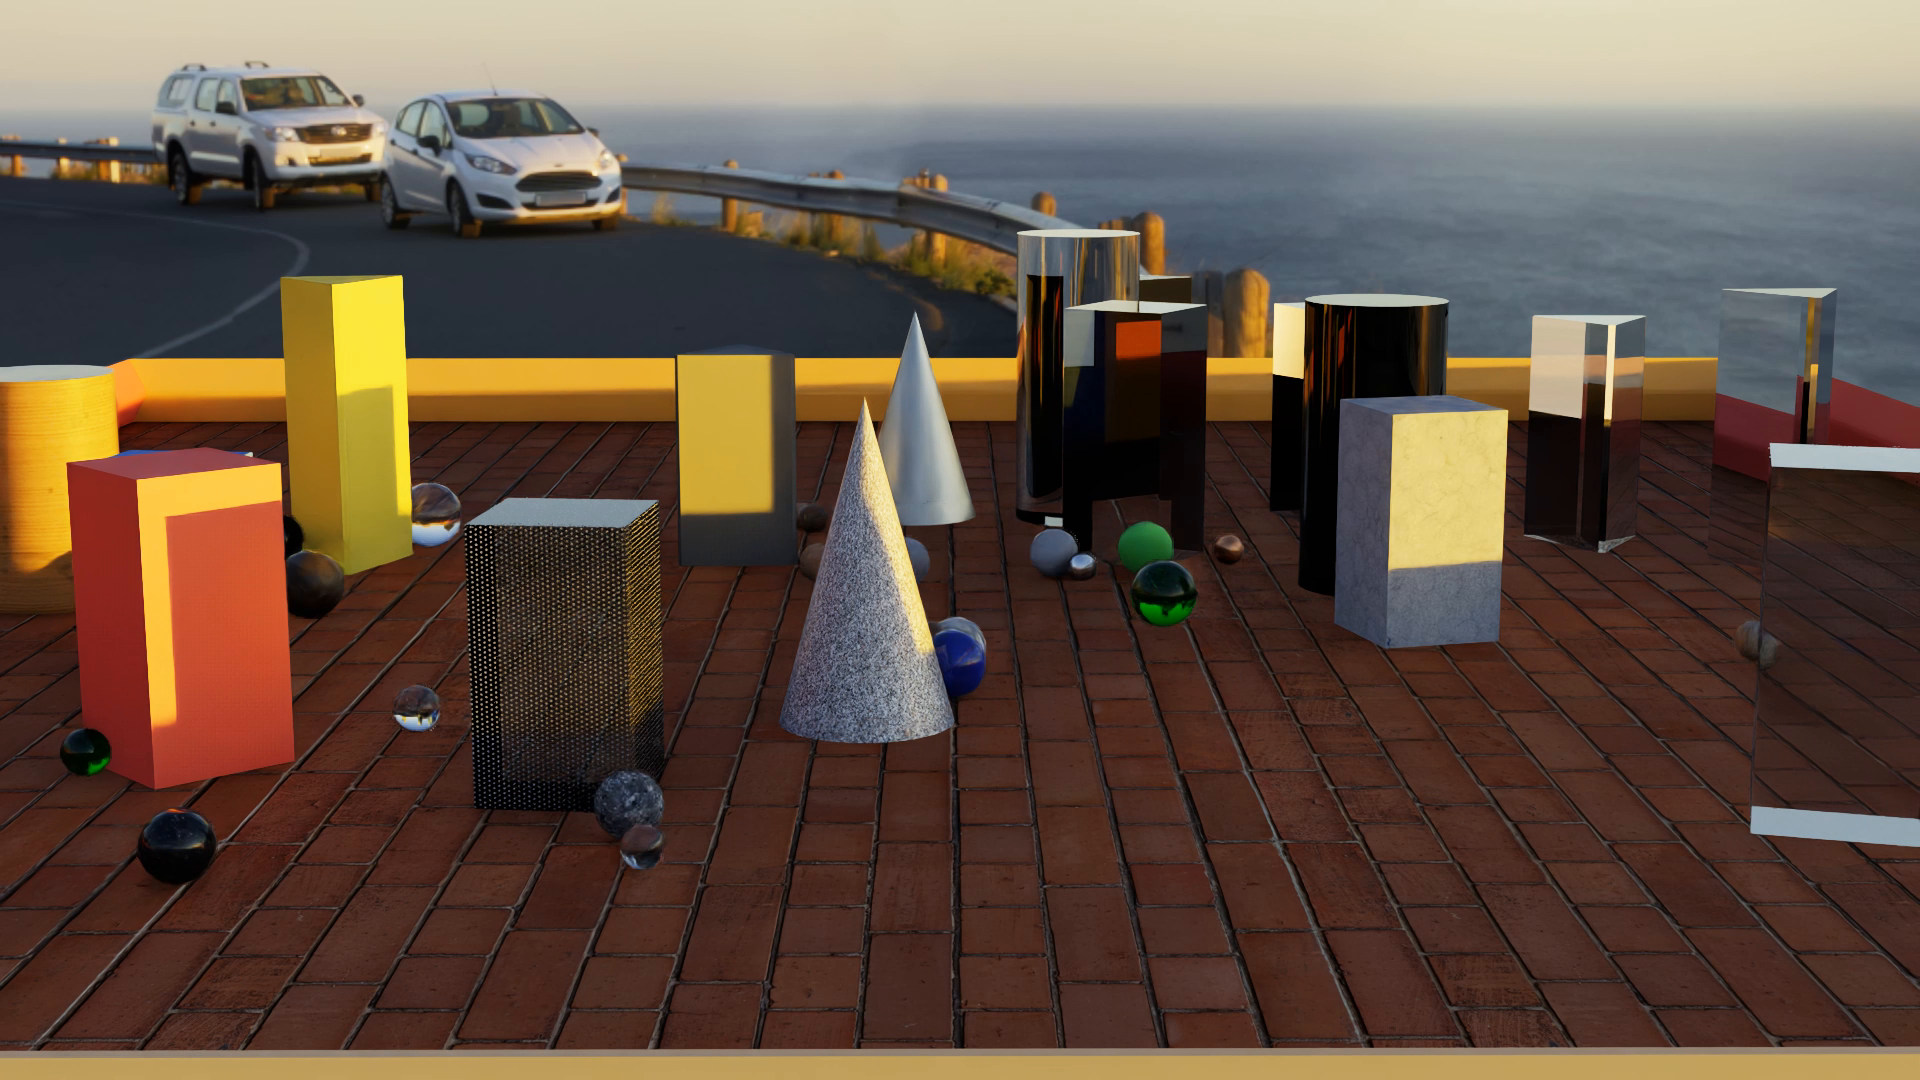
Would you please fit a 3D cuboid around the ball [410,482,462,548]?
[{"bbox_3d":[-0.810,-0.038,3.922,0.099,0.099,0.099,0,10,0],"label":"ball"}]

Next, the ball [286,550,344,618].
[{"bbox_3d":[-0.867,0.059,3.418,0.091,0.091,0.091,0,10,0],"label":"ball"}]

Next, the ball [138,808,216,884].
[{"bbox_3d":[-0.705,0.276,2.310,0.068,0.068,0.068,0,10,0],"label":"ball"}]

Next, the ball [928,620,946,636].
[{"bbox_3d":[-0.044,0.135,3.032,0.082,0.082,0.082,0,10,0],"label":"ball"}]

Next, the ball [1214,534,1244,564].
[{"bbox_3d":[0.397,0.014,3.791,0.044,0.044,0.044,0,10,0],"label":"ball"}]

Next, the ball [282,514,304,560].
[{"bbox_3d":[-1.007,-0.001,3.782,0.077,0.077,0.077,0,10,0],"label":"ball"}]

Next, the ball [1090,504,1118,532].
[{"bbox_3d":[0.227,-0.034,4.046,0.045,0.045,0.045,0,10,0],"label":"ball"}]

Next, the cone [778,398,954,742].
[{"bbox_3d":[-0.105,0.022,2.856,0.198,0.368,0.198,0,10,0],"label":"cone"}]

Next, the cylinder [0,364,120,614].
[{"bbox_3d":[-1.253,-0.072,3.515,0.198,0.314,0.198,0,10,0],"label":"cylinder"}]

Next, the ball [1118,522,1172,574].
[{"bbox_3d":[0.267,0.012,3.702,0.079,0.079,0.079,0,10,0],"label":"ball"}]

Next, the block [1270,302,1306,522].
[{"bbox_3d":[0.613,-0.208,4.164,0.158,0.344,0.158,-4,11,-19],"label":"block"}]

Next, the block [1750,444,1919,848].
[{"bbox_3d":[0.857,0.097,2.484,0.158,0.357,0.158,3,11,16],"label":"block"}]

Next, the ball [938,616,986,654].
[{"bbox_3d":[-0.004,0.128,3.097,0.071,0.071,0.071,0,10,0],"label":"ball"}]

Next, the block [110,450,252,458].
[{"bbox_3d":[-0.964,0.029,3.133,0.158,0.254,0.158,1,11,6],"label":"block"}]

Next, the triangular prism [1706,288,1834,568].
[{"bbox_3d":[1.230,-0.167,3.783,0.148,0.401,0.171,-7,13,-34],"label":"triangular prism"}]

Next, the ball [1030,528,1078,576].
[{"bbox_3d":[0.135,0.018,3.697,0.070,0.070,0.070,0,10,0],"label":"ball"}]

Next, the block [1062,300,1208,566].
[{"bbox_3d":[0.261,-0.161,3.827,0.158,0.374,0.158,6,12,30],"label":"block"}]

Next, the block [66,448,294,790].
[{"bbox_3d":[-0.817,0.077,2.694,0.158,0.319,0.158,-10,14,-43],"label":"block"}]

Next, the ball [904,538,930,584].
[{"bbox_3d":[-0.078,0.031,3.624,0.071,0.071,0.071,0,10,0],"label":"ball"}]

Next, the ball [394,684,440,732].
[{"bbox_3d":[-0.601,0.186,2.839,0.051,0.051,0.051,0,10,0],"label":"ball"}]

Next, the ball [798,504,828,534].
[{"bbox_3d":[-0.232,-0.033,4.040,0.046,0.046,0.046,0,10,0],"label":"ball"}]

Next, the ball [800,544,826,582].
[{"bbox_3d":[-0.203,0.032,3.664,0.055,0.055,0.055,0,10,0],"label":"ball"}]

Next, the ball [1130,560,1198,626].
[{"bbox_3d":[0.267,0.070,3.367,0.088,0.088,0.088,0,10,0],"label":"ball"}]

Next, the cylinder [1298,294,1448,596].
[{"bbox_3d":[0.579,-0.135,3.603,0.198,0.404,0.198,0,10,0],"label":"cylinder"}]

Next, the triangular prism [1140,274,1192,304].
[{"bbox_3d":[0.288,-0.276,4.473,0.171,0.366,0.148,-7,12,-32],"label":"triangular prism"}]

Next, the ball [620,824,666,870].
[{"bbox_3d":[-0.290,0.281,2.351,0.042,0.042,0.042,0,10,0],"label":"ball"}]

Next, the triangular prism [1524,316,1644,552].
[{"bbox_3d":[0.950,-0.170,3.958,0.148,0.345,0.171,6,12,30],"label":"triangular prism"}]

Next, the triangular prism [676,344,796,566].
[{"bbox_3d":[-0.330,-0.129,3.829,0.171,0.312,0.148,0,10,-2],"label":"triangular prism"}]

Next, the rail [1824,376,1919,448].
[{"bbox_3d":[1.679,0.031,3.458,0.045,0.129,3.786,0,10,0],"label":"rail"}]

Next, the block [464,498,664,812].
[{"bbox_3d":[-0.395,0.113,2.589,0.158,0.286,0.158,1,11,5],"label":"block"}]

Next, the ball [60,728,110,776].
[{"bbox_3d":[-0.908,0.220,2.664,0.049,0.049,0.049,0,10,0],"label":"ball"}]

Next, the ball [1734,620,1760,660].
[{"bbox_3d":[0.985,0.124,3.175,0.051,0.051,0.051,0,10,0],"label":"ball"}]

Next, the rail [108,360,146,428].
[{"bbox_3d":[-1.679,0.035,3.439,0.045,0.129,3.786,0,10,0],"label":"rail"}]

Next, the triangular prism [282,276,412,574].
[{"bbox_3d":[-0.884,-0.176,3.786,0.148,0.420,0.171,-9,14,-39],"label":"triangular prism"}]

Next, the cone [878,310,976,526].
[{"bbox_3d":[-0.073,-0.207,4.177,0.198,0.337,0.198,0,10,0],"label":"cone"}]

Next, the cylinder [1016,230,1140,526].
[{"bbox_3d":[0.190,-0.265,4.152,0.198,0.461,0.198,0,10,0],"label":"cylinder"}]

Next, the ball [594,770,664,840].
[{"bbox_3d":[-0.316,0.252,2.442,0.066,0.066,0.066,0,10,0],"label":"ball"}]

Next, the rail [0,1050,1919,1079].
[{"bbox_3d":[0.011,0.373,1.611,3.405,0.129,0.045,0,10,0],"label":"rail"}]

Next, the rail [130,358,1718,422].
[{"bbox_3d":[-0.011,-0.307,5.287,3.405,0.129,0.045,0,10,0],"label":"rail"}]

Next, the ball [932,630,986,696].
[{"bbox_3d":[-0.008,0.142,2.961,0.078,0.078,0.078,0,10,0],"label":"ball"}]

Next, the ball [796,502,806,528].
[{"bbox_3d":[-0.257,-0.040,4.083,0.043,0.043,0.043,0,10,0],"label":"ball"}]

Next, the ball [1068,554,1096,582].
[{"bbox_3d":[0.174,0.039,3.663,0.041,0.041,0.041,0,10,0],"label":"ball"}]

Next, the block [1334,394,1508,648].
[{"bbox_3d":[0.593,-0.027,3.314,0.158,0.298,0.158,-3,11,-16],"label":"block"}]
